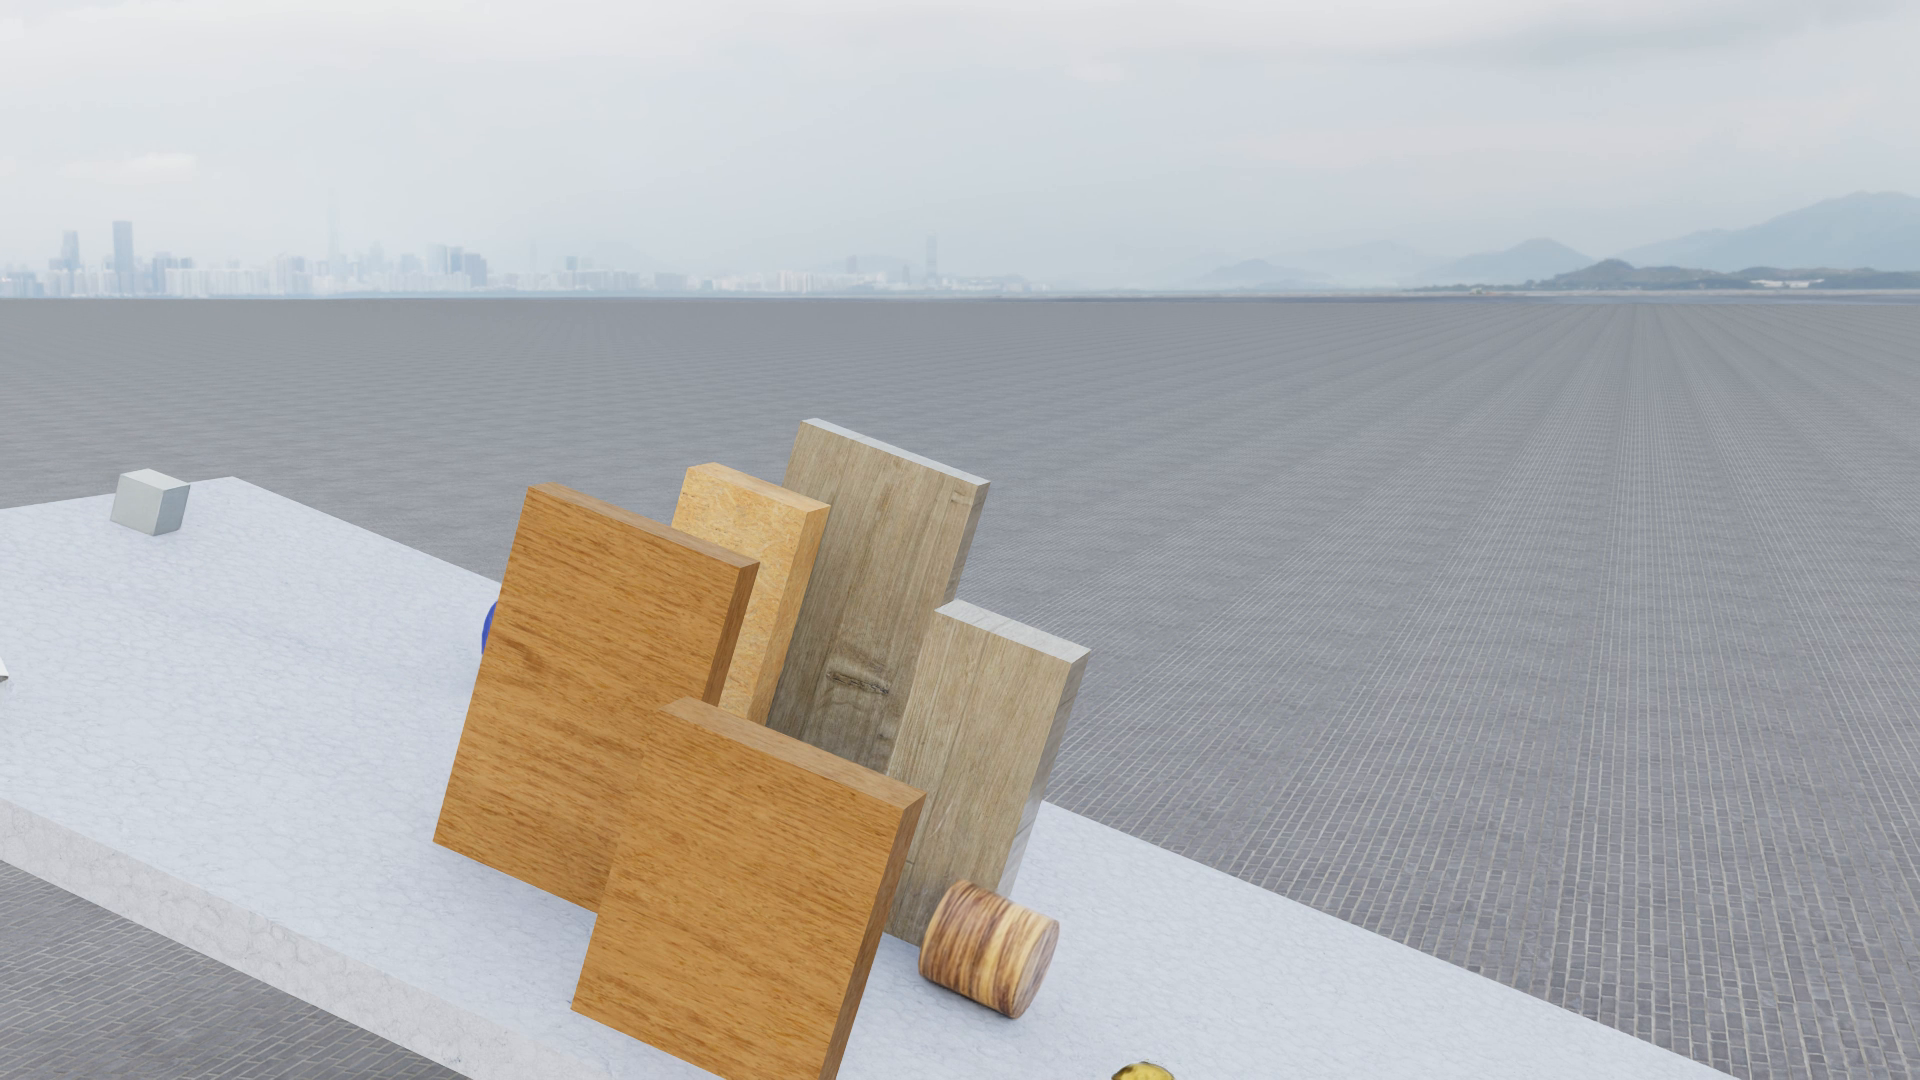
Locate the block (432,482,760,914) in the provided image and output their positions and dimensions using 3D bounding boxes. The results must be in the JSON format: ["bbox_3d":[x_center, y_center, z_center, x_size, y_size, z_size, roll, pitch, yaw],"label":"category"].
[{"bbox_3d":[-0.628,0.281,3.767,0.403,0.661,0.088,20,12,14],"label":"block"}]

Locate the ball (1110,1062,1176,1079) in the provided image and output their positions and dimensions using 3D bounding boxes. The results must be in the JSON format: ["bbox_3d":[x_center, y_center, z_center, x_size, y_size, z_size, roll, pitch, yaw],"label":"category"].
[{"bbox_3d":[0.295,0.906,3.527,0.135,0.135,0.135,0,7,0],"label":"ball"}]

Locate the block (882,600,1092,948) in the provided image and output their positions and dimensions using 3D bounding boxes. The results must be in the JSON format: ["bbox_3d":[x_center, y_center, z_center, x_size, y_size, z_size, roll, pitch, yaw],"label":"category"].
[{"bbox_3d":[0.008,0.447,4.062,0.270,0.606,0.149,20,12,14],"label":"block"}]

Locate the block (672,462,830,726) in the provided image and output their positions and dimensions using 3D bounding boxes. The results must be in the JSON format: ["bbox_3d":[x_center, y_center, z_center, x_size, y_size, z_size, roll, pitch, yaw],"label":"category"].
[{"bbox_3d":[-0.503,0.168,4.624,0.276,0.598,0.137,20,12,14],"label":"block"}]

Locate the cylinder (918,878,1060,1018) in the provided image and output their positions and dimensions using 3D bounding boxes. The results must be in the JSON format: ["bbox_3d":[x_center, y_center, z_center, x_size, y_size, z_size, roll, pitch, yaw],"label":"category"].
[{"bbox_3d":[0.052,0.722,3.893,0.186,0.186,0.186,21,14,18],"label":"cylinder"}]

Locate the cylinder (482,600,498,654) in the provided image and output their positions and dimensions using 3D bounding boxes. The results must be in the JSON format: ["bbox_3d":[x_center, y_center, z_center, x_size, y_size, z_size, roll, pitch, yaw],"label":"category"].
[{"bbox_3d":[-0.932,0.220,4.822,0.170,0.170,0.170,8,0,-39],"label":"cylinder"}]

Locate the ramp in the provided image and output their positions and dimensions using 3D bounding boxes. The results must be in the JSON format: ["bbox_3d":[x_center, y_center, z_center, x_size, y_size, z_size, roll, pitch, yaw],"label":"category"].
[{"bbox_3d":[-0.357,0.675,4.226,4.000,0.100,2.000,20,12,14],"label":"ramp"}]

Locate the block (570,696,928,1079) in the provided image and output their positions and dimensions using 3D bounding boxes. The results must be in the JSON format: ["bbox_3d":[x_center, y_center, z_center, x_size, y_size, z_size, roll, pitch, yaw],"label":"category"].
[{"bbox_3d":[-0.325,0.552,3.348,0.409,0.505,0.111,20,12,14],"label":"block"}]

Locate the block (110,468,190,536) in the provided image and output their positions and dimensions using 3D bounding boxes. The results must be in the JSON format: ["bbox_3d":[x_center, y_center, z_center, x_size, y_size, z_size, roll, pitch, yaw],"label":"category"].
[{"bbox_3d":[-1.854,-0.086,5.036,0.112,0.112,0.112,19,12,8],"label":"block"}]

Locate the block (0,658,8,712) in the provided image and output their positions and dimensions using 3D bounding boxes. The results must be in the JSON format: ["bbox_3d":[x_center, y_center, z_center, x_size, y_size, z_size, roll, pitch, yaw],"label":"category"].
[{"bbox_3d":[-1.681,0.256,3.670,0.130,0.130,0.130,9,14,-36],"label":"block"}]

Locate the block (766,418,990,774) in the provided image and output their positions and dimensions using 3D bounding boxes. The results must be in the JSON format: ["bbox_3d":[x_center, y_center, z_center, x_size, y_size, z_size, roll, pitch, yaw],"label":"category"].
[{"bbox_3d":[-0.244,0.129,4.933,0.431,0.698,0.098,20,12,14],"label":"block"}]
